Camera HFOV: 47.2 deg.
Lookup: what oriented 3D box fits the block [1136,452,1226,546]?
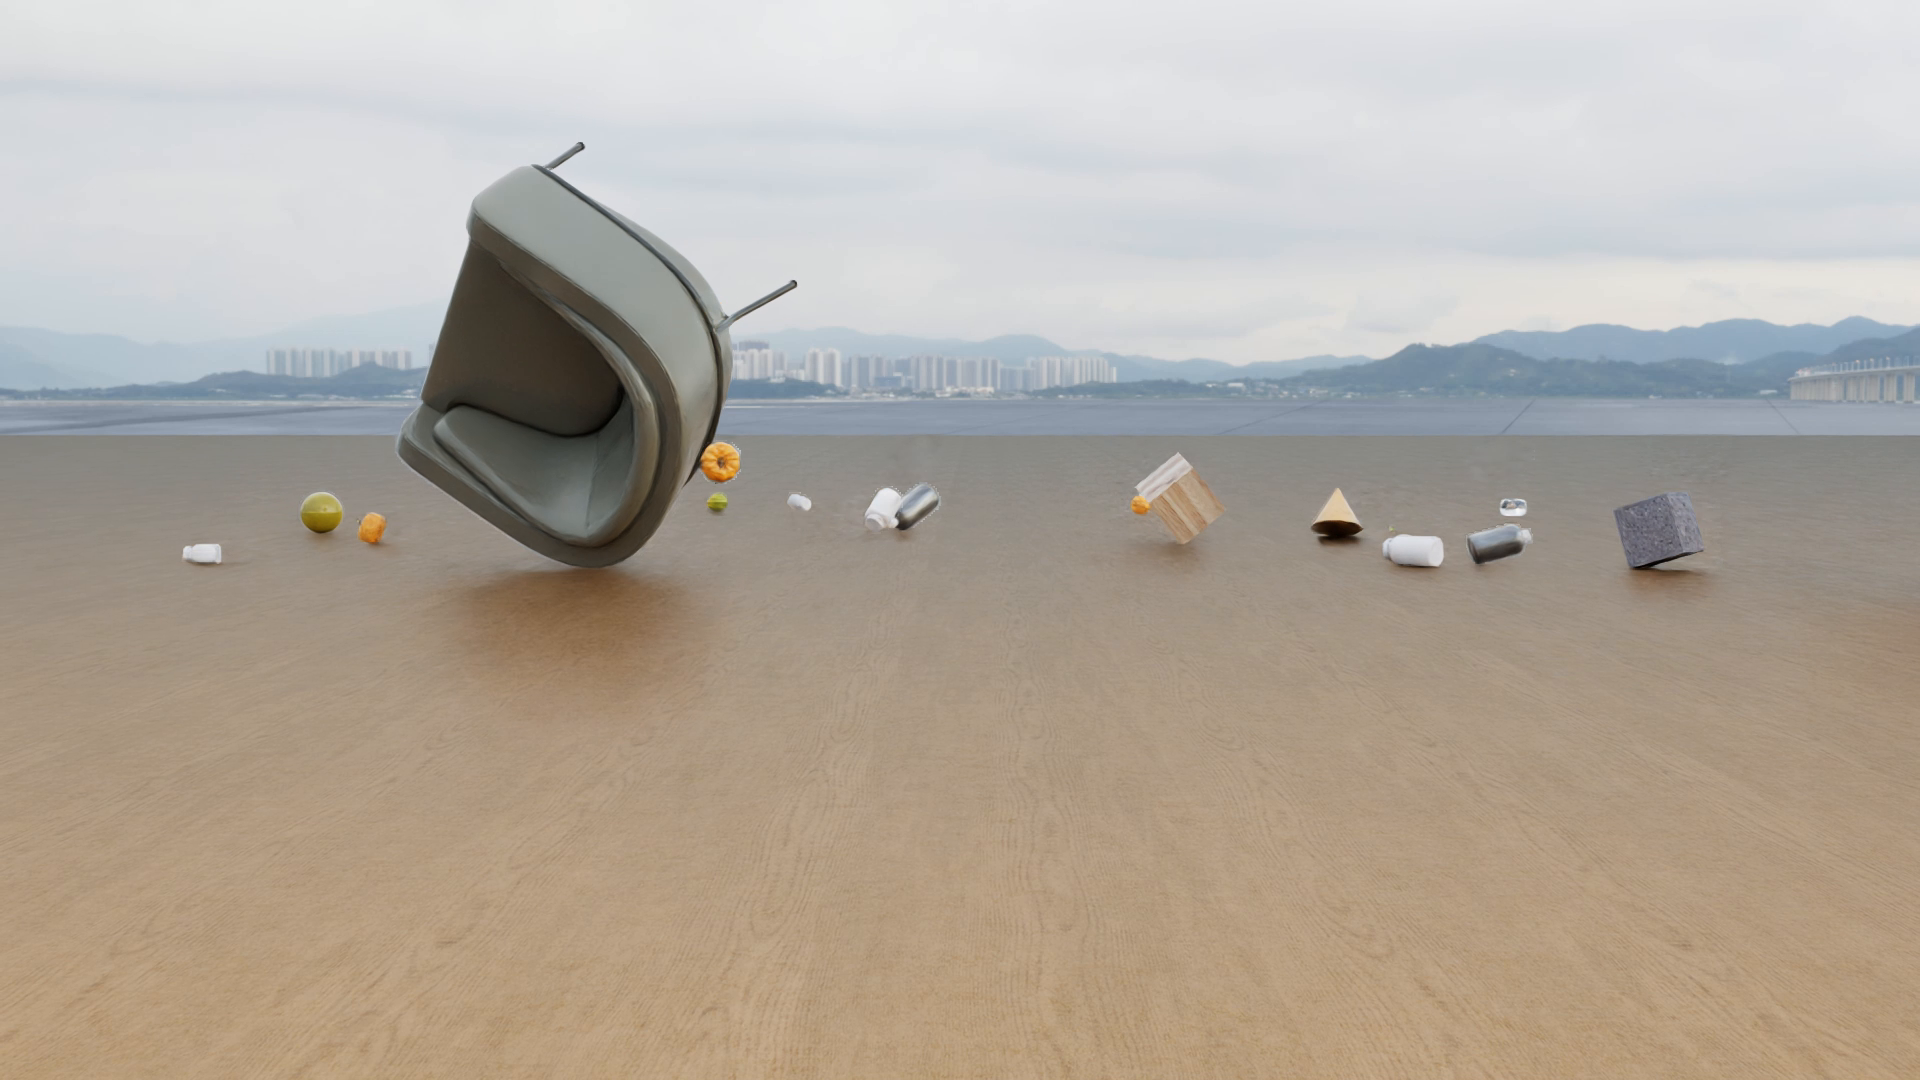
[{"bbox_3d":[0.639,-0.121,6.374,0.161,0.165,0.190,-39,17,5],"label":"block"}]

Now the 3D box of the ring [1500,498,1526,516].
[{"bbox_3d":[1.969,-0.116,7.826,0.090,0.057,0.138,-1,5,0],"label":"ring"}]

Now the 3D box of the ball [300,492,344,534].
[{"bbox_3d":[-1.987,-0.085,6.845,0.129,0.129,0.129,0,4,0],"label":"ball"}]

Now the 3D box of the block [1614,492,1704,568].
[{"bbox_3d":[1.746,-0.024,5.493,0.112,0.153,0.150,-4,-13,-45],"label":"block"}]

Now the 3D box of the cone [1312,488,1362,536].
[{"bbox_3d":[1.133,-0.097,6.600,0.151,0.126,0.273,1,-9,11],"label":"cone"}]
